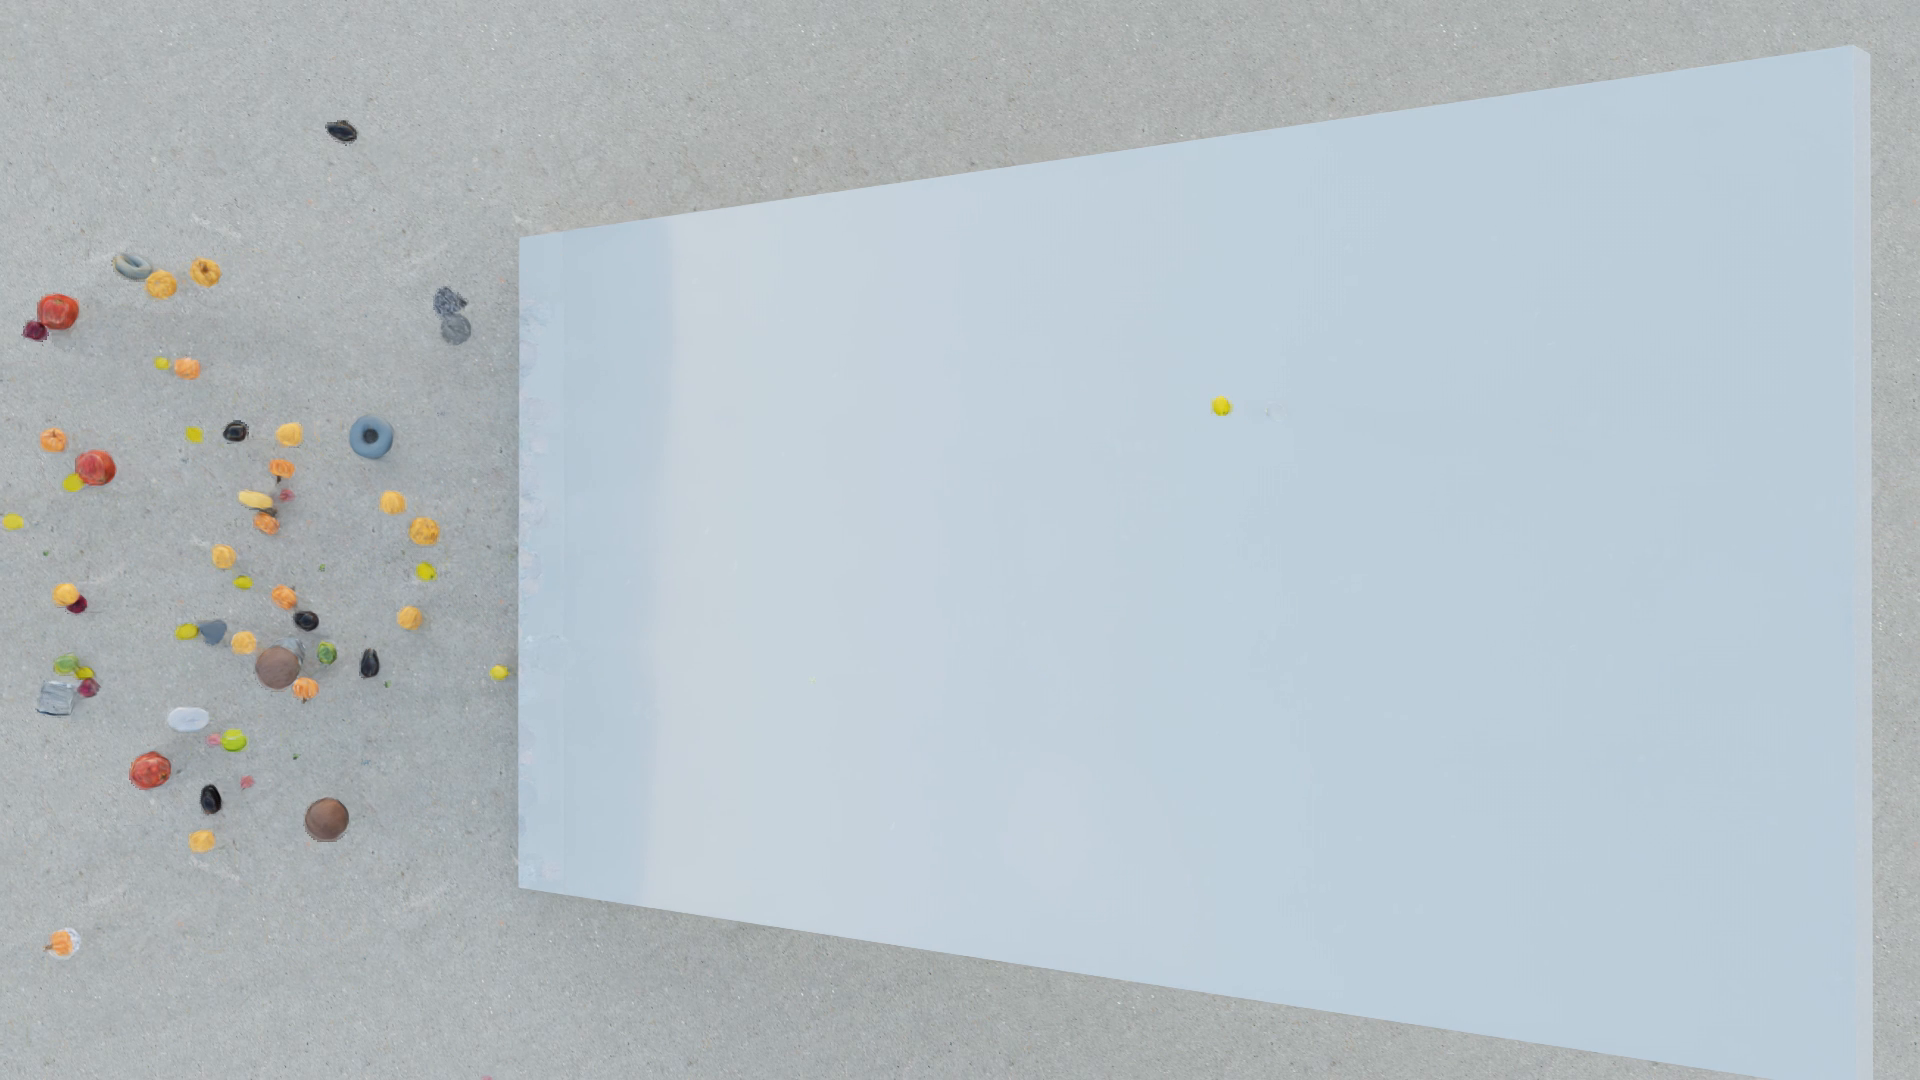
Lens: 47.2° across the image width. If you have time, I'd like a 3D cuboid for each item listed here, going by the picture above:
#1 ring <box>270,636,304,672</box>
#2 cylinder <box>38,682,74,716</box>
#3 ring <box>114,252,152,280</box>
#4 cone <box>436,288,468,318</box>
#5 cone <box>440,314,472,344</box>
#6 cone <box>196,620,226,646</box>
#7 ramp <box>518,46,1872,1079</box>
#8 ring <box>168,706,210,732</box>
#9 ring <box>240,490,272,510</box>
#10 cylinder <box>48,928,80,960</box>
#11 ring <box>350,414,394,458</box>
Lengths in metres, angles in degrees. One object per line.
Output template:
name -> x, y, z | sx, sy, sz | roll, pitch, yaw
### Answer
ring -> -2.087, 0.354, 6.825 | 0.108, 0.036, 0.108 | 0, 87, 3
cylinder -> -2.793, 0.491, 6.796 | 0.093, 0.093, 0.093 | 10, 90, 0
ring -> -2.553, -0.845, 6.790 | 0.115, 0.115, 0.038 | 33, 117, 0
cone -> -1.540, -0.725, 6.730 | 0.092, 0.092, 0.092 | 4, 96, 36
cone -> -1.571, -0.657, 6.801 | 0.097, 0.097, 0.097 | 0, 90, 0
cone -> -2.325, 0.271, 6.785 | 0.083, 0.083, 0.083 | -14, 60, 26
ramp -> 0.208, 0.061, 5.523 | 4.000, 0.100, 2.000 | 0, 90, 40
ring -> -2.380, 0.552, 6.786 | 0.124, 0.124, 0.041 | -10, 62, 0
ring -> -2.176, -0.125, 6.796 | 0.101, 0.101, 0.034 | 23, 106, 0
cylinder -> -2.760, 1.247, 6.780 | 0.080, 0.080, 0.080 | 15, 58, -26
ring -> -1.827, -0.321, 6.825 | 0.139, 0.046, 0.139 | 0, 89, 1
